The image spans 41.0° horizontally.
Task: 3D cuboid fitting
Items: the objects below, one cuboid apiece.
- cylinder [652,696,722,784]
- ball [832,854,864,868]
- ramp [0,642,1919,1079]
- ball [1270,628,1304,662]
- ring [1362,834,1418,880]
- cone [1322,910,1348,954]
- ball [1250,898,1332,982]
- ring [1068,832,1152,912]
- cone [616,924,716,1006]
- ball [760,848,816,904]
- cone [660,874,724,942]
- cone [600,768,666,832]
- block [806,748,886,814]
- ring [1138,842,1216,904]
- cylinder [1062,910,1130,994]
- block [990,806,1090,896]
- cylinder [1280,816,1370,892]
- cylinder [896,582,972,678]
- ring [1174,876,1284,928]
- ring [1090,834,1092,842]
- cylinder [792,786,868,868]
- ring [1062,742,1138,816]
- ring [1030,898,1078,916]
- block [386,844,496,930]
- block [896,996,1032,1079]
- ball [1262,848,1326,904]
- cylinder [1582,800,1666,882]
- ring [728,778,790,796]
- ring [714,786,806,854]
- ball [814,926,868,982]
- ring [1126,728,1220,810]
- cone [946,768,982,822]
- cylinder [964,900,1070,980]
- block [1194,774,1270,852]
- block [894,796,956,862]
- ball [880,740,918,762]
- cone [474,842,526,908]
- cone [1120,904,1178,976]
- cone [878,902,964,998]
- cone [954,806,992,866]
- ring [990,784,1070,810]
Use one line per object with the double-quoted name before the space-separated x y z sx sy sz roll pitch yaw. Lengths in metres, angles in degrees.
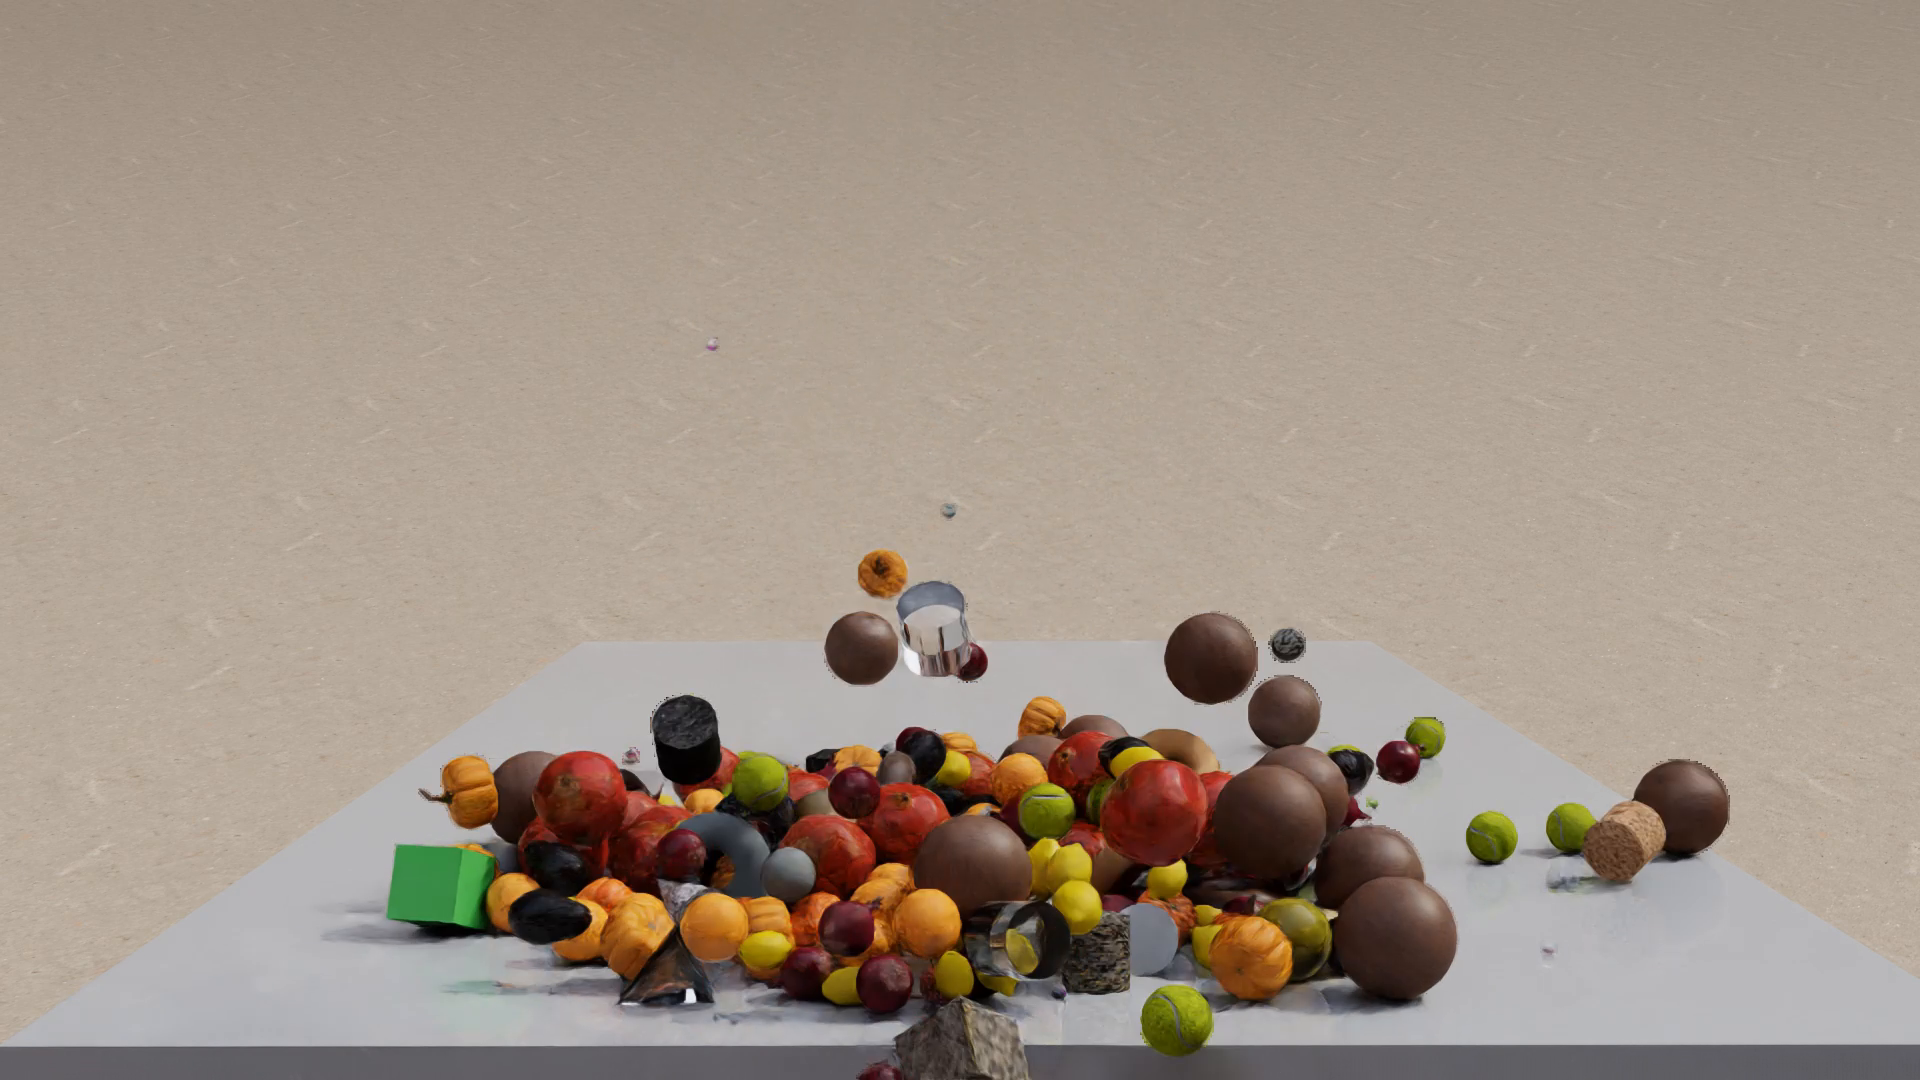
"cylinder" -0.341 0.250 3.211 0.080 0.080 0.080 0 51 0
"ball" -0.160 0.405 3.460 0.076 0.076 0.076 0 20 0
"ramp" 0.047 0.428 4.533 2.000 0.100 4.000 0 3 0
"ball" 0.692 0.222 5.422 0.070 0.070 0.070 0 20 0
"ring" 0.548 0.430 3.436 0.128 0.043 0.128 -1 15 0
"cone" 0.401 0.432 2.912 0.060 0.060 0.060 -19 47 22
"ball" 0.362 0.436 2.807 0.091 0.091 0.091 0 20 0
"ring" 0.175 0.390 3.003 0.040 0.121 0.121 47 39 17
"cone" -0.320 0.467 2.702 0.095 0.095 0.095 -27 25 -5
"ball" -0.192 0.374 2.866 0.062 0.062 0.062 0 20 0
"cone" -0.331 0.418 3.006 0.078 0.078 0.078 -15 49 -36
"cone" -0.443 0.349 3.640 0.097 0.097 0.097 12 25 29
"block" -0.171 0.370 3.863 0.097 0.097 0.097 1 4 15
"ring" 0.262 0.405 3.117 0.109 0.109 0.036 -22 73 -46
"cylinder" 0.148 0.446 2.782 0.075 0.075 0.075 0 3 0
"block" 0.103 0.403 3.328 0.096 0.096 0.096 -2 4 -23
"cylinder" 0.473 0.408 3.333 0.083 0.083 0.083 13 23 42
"cylinder" -0.032 0.111 3.187 0.085 0.085 0.085 -4 42 4
"ring" 0.329 0.441 3.123 0.137 0.046 0.137 -1 3 0
"ring" 0.137 0.417 3.597 0.097 0.032 0.097 -1 0 0
"cylinder" -0.159 0.352 3.157 0.074 0.074 0.074 -9 64 -23
"ring" 0.211 0.360 3.867 0.047 0.141 0.141 -45 34 -9
"ring" 0.123 0.446 3.041 0.093 0.031 0.093 11 2 0
"block" -0.616 0.413 3.052 0.087 0.087 0.087 1 -14 17
"block" 0.004 0.489 2.386 0.082 0.082 0.082 32 31 -41
"ball" 0.413 0.420 3.182 0.078 0.078 0.078 0 20 0
"cylinder" 0.867 0.392 3.351 0.082 0.082 0.082 13 21 32
"ring" -0.311 0.390 3.976 0.097 0.032 0.097 -10 -5 -1
"ring" -0.254 0.372 3.206 0.131 0.131 0.044 1 -17 2
"ball" -0.130 0.452 2.805 0.060 0.060 0.060 0 20 0
"ring" 0.300 0.323 3.617 0.134 0.045 0.134 4 47 -4
"cone" 0.001 0.380 3.866 0.076 0.076 0.076 0 3 0
"cylinder" 0.057 0.393 2.529 0.076 0.076 0.076 -13 1 -32
"block" 0.356 0.355 3.355 0.068 0.068 0.068 18 19 20
"block" -0.048 0.399 3.552 0.077 0.077 0.077 -1 3 -9
"ball" -0.103 0.362 4.237 0.067 0.067 0.067 0 20 0
"cone" -0.576 0.438 3.230 0.083 0.083 0.083 -8 33 -21
"cone" 0.212 0.459 2.882 0.082 0.082 0.082 7 -21 18
"cone" -0.042 0.437 2.773 0.094 0.094 0.094 0 3 0
"cone" 0.056 0.421 3.465 0.092 0.092 0.092 29 29 17
"ring" 0.106 0.394 3.863 0.122 0.041 0.122 6 1 0
